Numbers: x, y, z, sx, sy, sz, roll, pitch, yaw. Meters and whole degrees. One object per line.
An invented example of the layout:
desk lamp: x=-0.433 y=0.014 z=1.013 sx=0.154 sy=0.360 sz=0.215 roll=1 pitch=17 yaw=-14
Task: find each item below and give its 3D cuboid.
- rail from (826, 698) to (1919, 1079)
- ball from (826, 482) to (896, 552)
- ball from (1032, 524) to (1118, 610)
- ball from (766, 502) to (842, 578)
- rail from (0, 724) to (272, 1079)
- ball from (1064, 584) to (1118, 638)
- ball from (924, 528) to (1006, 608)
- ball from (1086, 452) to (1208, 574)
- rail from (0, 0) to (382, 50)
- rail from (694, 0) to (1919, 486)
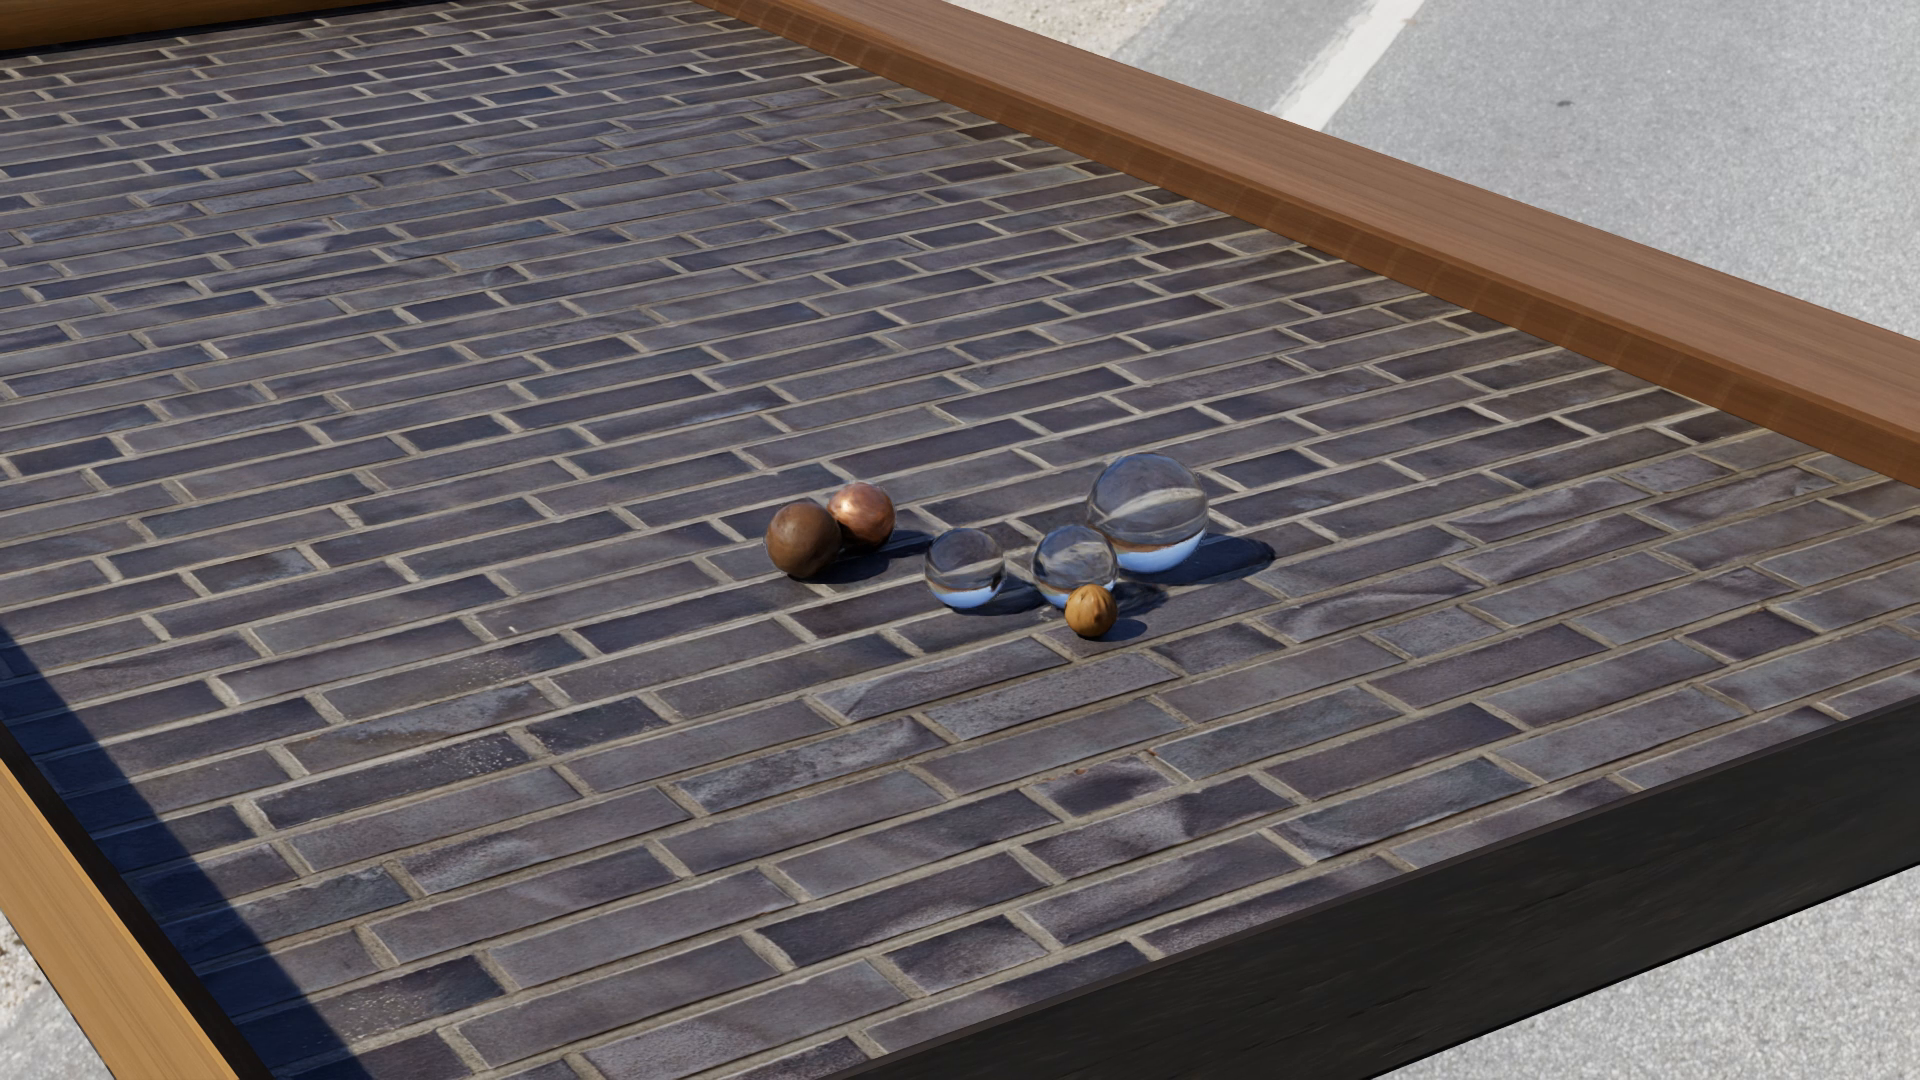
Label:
rail: x=0.382 y=0.203 z=1.775 sx=1.592 sy=0.126 sz=0.045 roll=-14 pitch=27 yaw=-30
ball: x=-0.081 y=-0.018 z=2.387 sx=0.057 sy=0.057 sz=0.057 roll=0 pitch=23 yaw=0
ball: x=0.089 y=0.022 z=2.280 sx=0.067 sy=0.067 sz=0.067 roll=0 pitch=23 yaw=0
ball: x=-0.124 y=-0.001 z=2.341 sx=0.061 sy=0.061 sz=0.061 roll=0 pitch=23 yaw=0
rail: x=-1.045 y=-0.107 z=2.506 sx=0.045 sy=0.126 sz=2.926 roll=-14 pitch=27 yaw=-30
ball: x=0.100 y=0.054 z=2.238 sx=0.041 sy=0.041 sz=0.041 roll=0 pitch=23 yaw=0
ball: x=0.004 y=0.022 z=2.285 sx=0.063 sy=0.063 sz=0.063 roll=0 pitch=23 yaw=0
ball: x=0.149 y=-0.022 z=2.344 sx=0.097 sy=0.097 sz=0.097 roll=0 pitch=23 yaw=0
rail: x=-1.172 y=-0.743 z=4.005 sx=1.592 sy=0.126 sz=0.045 roll=-14 pitch=27 yaw=-30
rail: x=0.255 y=-0.433 z=3.274 sx=0.045 sy=0.126 sz=2.926 roll=-14 pitch=27 yaw=-30
